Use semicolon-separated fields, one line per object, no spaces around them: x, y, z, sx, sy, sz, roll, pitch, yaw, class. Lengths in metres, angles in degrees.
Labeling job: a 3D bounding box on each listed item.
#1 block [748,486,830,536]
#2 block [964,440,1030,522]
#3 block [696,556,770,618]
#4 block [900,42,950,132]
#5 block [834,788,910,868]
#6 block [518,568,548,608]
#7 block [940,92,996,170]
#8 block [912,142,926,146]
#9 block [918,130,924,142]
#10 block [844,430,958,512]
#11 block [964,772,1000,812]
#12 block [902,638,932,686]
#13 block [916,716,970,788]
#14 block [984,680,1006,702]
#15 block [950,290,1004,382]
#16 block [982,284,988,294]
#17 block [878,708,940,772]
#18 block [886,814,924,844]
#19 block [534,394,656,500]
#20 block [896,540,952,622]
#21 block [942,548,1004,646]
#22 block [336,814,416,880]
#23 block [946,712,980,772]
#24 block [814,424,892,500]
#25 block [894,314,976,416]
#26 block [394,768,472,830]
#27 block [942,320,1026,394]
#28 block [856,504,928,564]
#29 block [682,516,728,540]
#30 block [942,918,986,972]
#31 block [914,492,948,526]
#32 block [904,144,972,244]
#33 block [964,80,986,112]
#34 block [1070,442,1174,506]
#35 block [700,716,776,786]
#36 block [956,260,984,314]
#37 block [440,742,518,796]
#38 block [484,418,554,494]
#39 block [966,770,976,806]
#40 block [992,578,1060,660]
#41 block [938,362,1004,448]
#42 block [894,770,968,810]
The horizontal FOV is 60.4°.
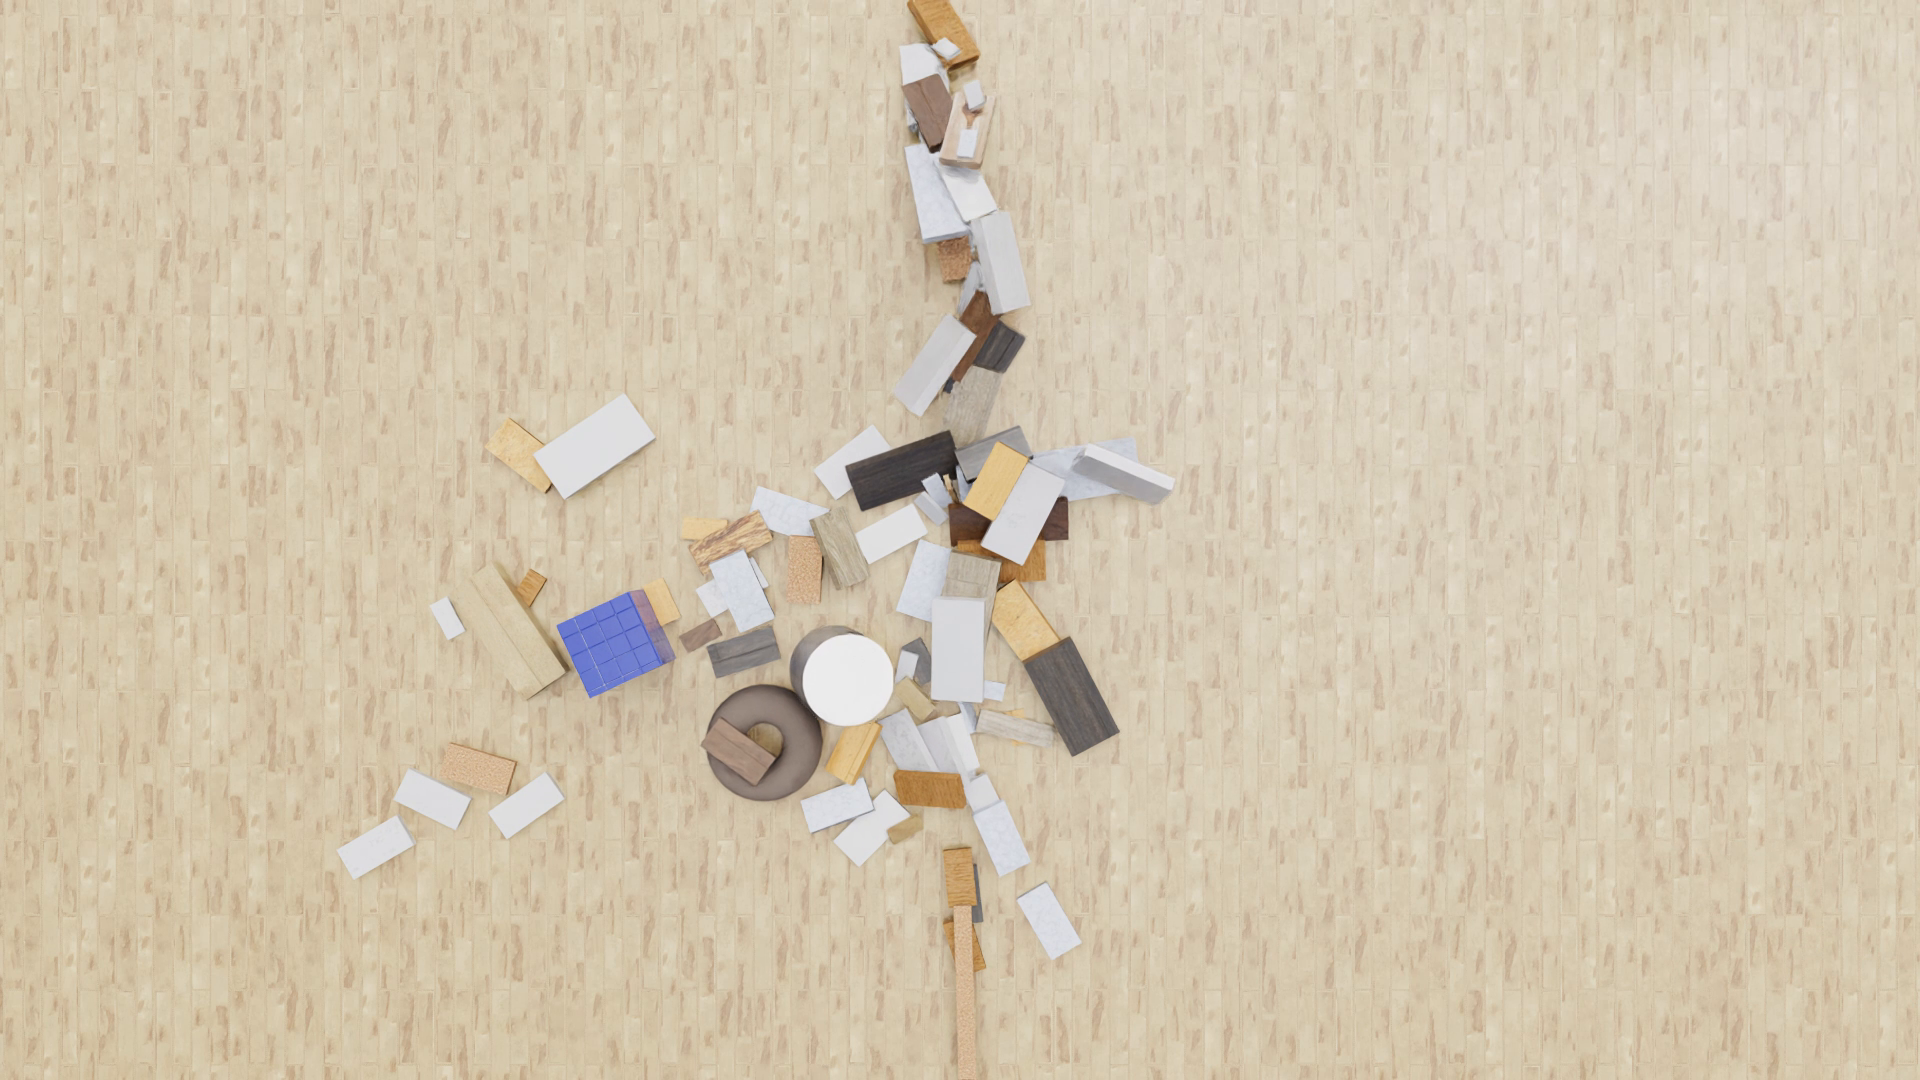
-0.571;-0.081;5.482;0.250;0.035;0.125;18;90;0;block
0.117;-0.190;5.321;0.116;0.033;0.232;30;101;6;block
-0.756;0.158;5.485;0.219;0.031;0.109;-30;90;0;block
-0.111;-1.497;5.437;0.148;0.042;0.295;-6;74;1;block
-0.292;0.956;5.483;0.121;0.034;0.242;45;90;0;block
-1.437;0.168;5.491;0.065;0.018;0.130;32;90;0;block
0.027;-1.307;5.259;0.131;0.037;0.262;9;68;9;block
-0.063;-1.154;5.366;0.148;0.042;0.295;-8;79;1;block
-0.050;-1.219;5.420;0.148;0.042;0.422;-6;79;2;block
-0.180;-0.227;5.439;0.365;0.045;0.160;-19;122;0;block
0.084;0.873;5.465;0.094;0.027;0.187;-27;101;-6;block
-0.129;0.404;5.490;0.072;0.021;0.145;-28;90;0;block
-0.060;0.712;5.437;0.121;0.034;0.242;-26;83;40;block
0.089;0.497;5.492;0.117;0.017;0.059;11;90;0;block
0.028;-0.664;5.365;0.041;0.145;0.290;29;96;-35;block
0.106;-0.786;5.445;0.090;0.025;0.179;22;107;-10;block
-0.174;0.687;5.452;0.121;0.034;0.242;-27;90;34;block
-0.181;0.959;5.469;0.116;0.016;0.058;-28;120;-10;block
-1.206;-0.308;5.453;0.359;0.051;0.180;-35;90;-7;block
-0.113;0.135;5.482;0.125;0.035;0.250;19;90;0;block
0.025;0.215;5.426;0.170;0.048;0.340;12;103;8;block
-1.939;1.020;5.484;0.229;0.033;0.115;-30;90;0;block
-0.007;0.675;5.461;0.094;0.027;0.187;-19;87;-1;block
-0.350;-0.258;5.482;0.250;0.035;0.125;-38;90;0;block
-0.084;-0.571;5.368;0.045;0.160;0.320;28;102;-35;block
-1.751;0.860;5.484;0.230;0.033;0.115;26;90;0;block
0.080;-0.582;5.438;0.145;0.041;0.290;32;105;-4;block
-0.230;-0.021;5.484;0.223;0.032;0.112;-28;90;0;block
-0.848;-0.036;5.490;0.146;0.021;0.073;5;90;0;block
0.015;1.344;5.471;0.094;0.027;0.189;-16;99;2;block
-0.096;-0.104;5.472;0.118;0.059;0.017;46;49;0;block
-0.070;-1.126;5.316;0.160;0.045;0.320;-11;79;1;block
0.047;-1.419;5.262;0.052;0.015;0.104;-23;57;16;block
0.525;-0.212;5.342;0.305;0.153;0.043;22;68;-7;block
-0.720;0.686;5.354;0.224;0.032;0.112;36;89;-1;block
0.057;-0.827;5.454;0.090;0.025;0.179;15;108;-8;block
-1.601;0.761;5.484;0.230;0.033;0.115;16;90;0;block
-1.439;-0.281;5.482;0.250;0.035;0.125;38;90;0;block
0.004;0.787;5.487;0.094;0.027;0.187;-2;90;0;block
0.210;0.283;5.458;0.144;0.041;0.287;-35;93;11;block
0.031;-0.434;5.439;0.145;0.041;0.290;17;106;1;block
-0.099;0.819;5.414;0.231;0.033;0.116;0;116;25;block
